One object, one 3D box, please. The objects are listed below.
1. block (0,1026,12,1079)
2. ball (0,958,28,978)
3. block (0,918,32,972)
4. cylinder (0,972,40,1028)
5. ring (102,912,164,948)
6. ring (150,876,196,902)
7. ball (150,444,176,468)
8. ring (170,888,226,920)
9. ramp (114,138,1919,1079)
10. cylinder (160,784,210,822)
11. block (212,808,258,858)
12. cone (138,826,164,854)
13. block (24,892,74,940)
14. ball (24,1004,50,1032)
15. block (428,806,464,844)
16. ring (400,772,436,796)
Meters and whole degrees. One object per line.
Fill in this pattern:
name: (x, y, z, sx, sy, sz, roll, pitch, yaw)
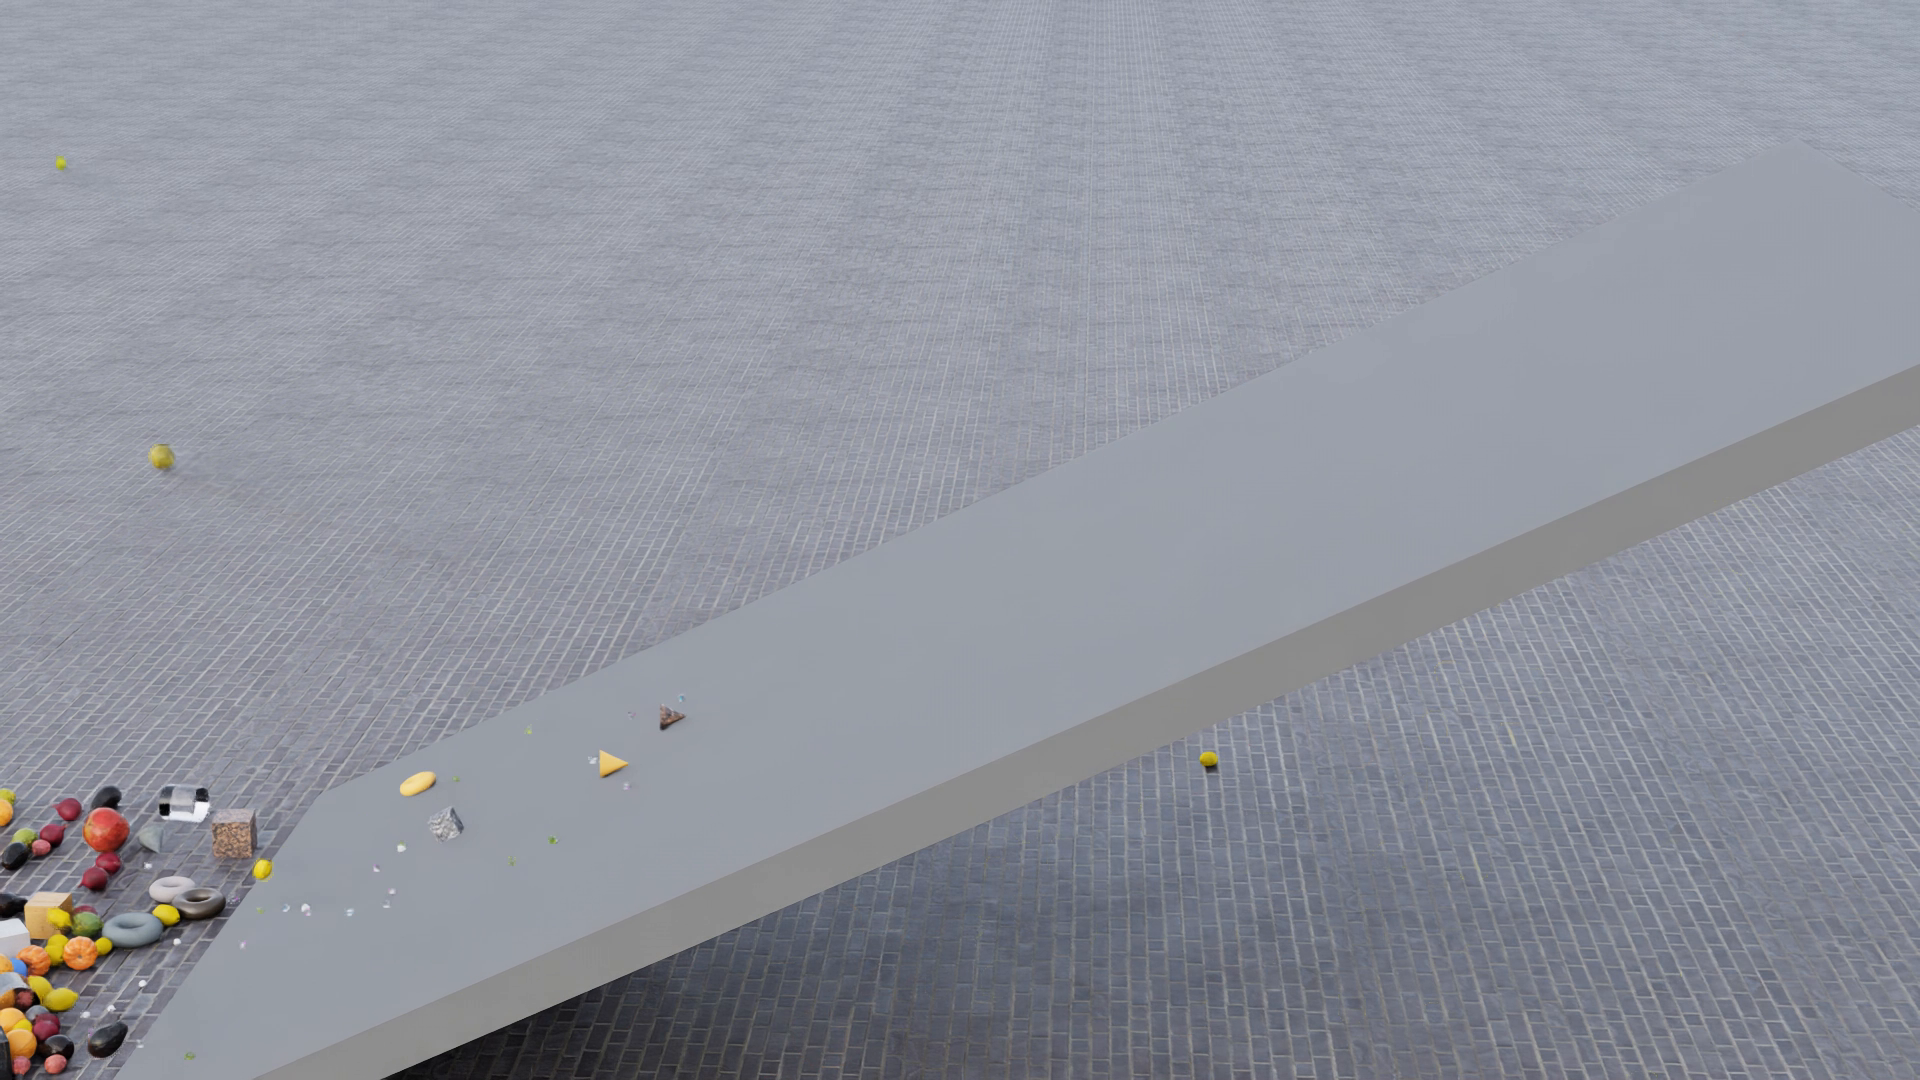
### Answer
block: (-2.049, 1.086, 6.179, 0.090, 0.090, 0.090, -8, 18, -27)
ball: (-2.133, 0.974, 6.623, 0.065, 0.065, 0.065, 0, 16, 0)
block: (-2.181, 0.933, 6.715, 0.095, 0.095, 0.095, -9, 18, -30)
cylinder: (-2.076, 1.009, 6.445, 0.096, 0.096, 0.096, -9, 18, -29)
ring: (-1.935, 0.912, 6.878, 0.139, 0.046, 0.139, 1, 17, 0)
ring: (-1.907, 0.847, 7.125, 0.112, 0.037, 0.112, 1, 15, 0)
ball: (-3.022, -0.315, 11.148, 0.091, 0.091, 0.091, 0, 16, 0)
ring: (-1.821, 0.870, 7.035, 0.129, 0.043, 0.129, 0, 17, 0)
ramp: (0.135, 0.169, 6.282, 4.000, 0.100, 2.000, -24, 13, 9)
cylinder: (-2.007, 0.681, 7.612, 0.092, 0.092, 0.092, 4, 16, 15)
block: (-1.826, 0.738, 7.406, 0.094, 0.094, 0.094, -1, 16, -4)
cone: (-2.030, 0.768, 7.418, 0.067, 0.067, 0.067, -10, 45, -31)
block: (-2.141, 0.883, 6.914, 0.082, 0.082, 0.082, 1, 16, 4)
ball: (-2.009, 1.041, 6.404, 0.056, 0.056, 0.056, 0, 16, 0)
block: (-1.147, 0.635, 6.557, 0.054, 0.054, 0.054, -25, 13, 5)
ring: (-1.308, 0.588, 7.100, 0.092, 0.031, 0.092, -23, 13, 6)
